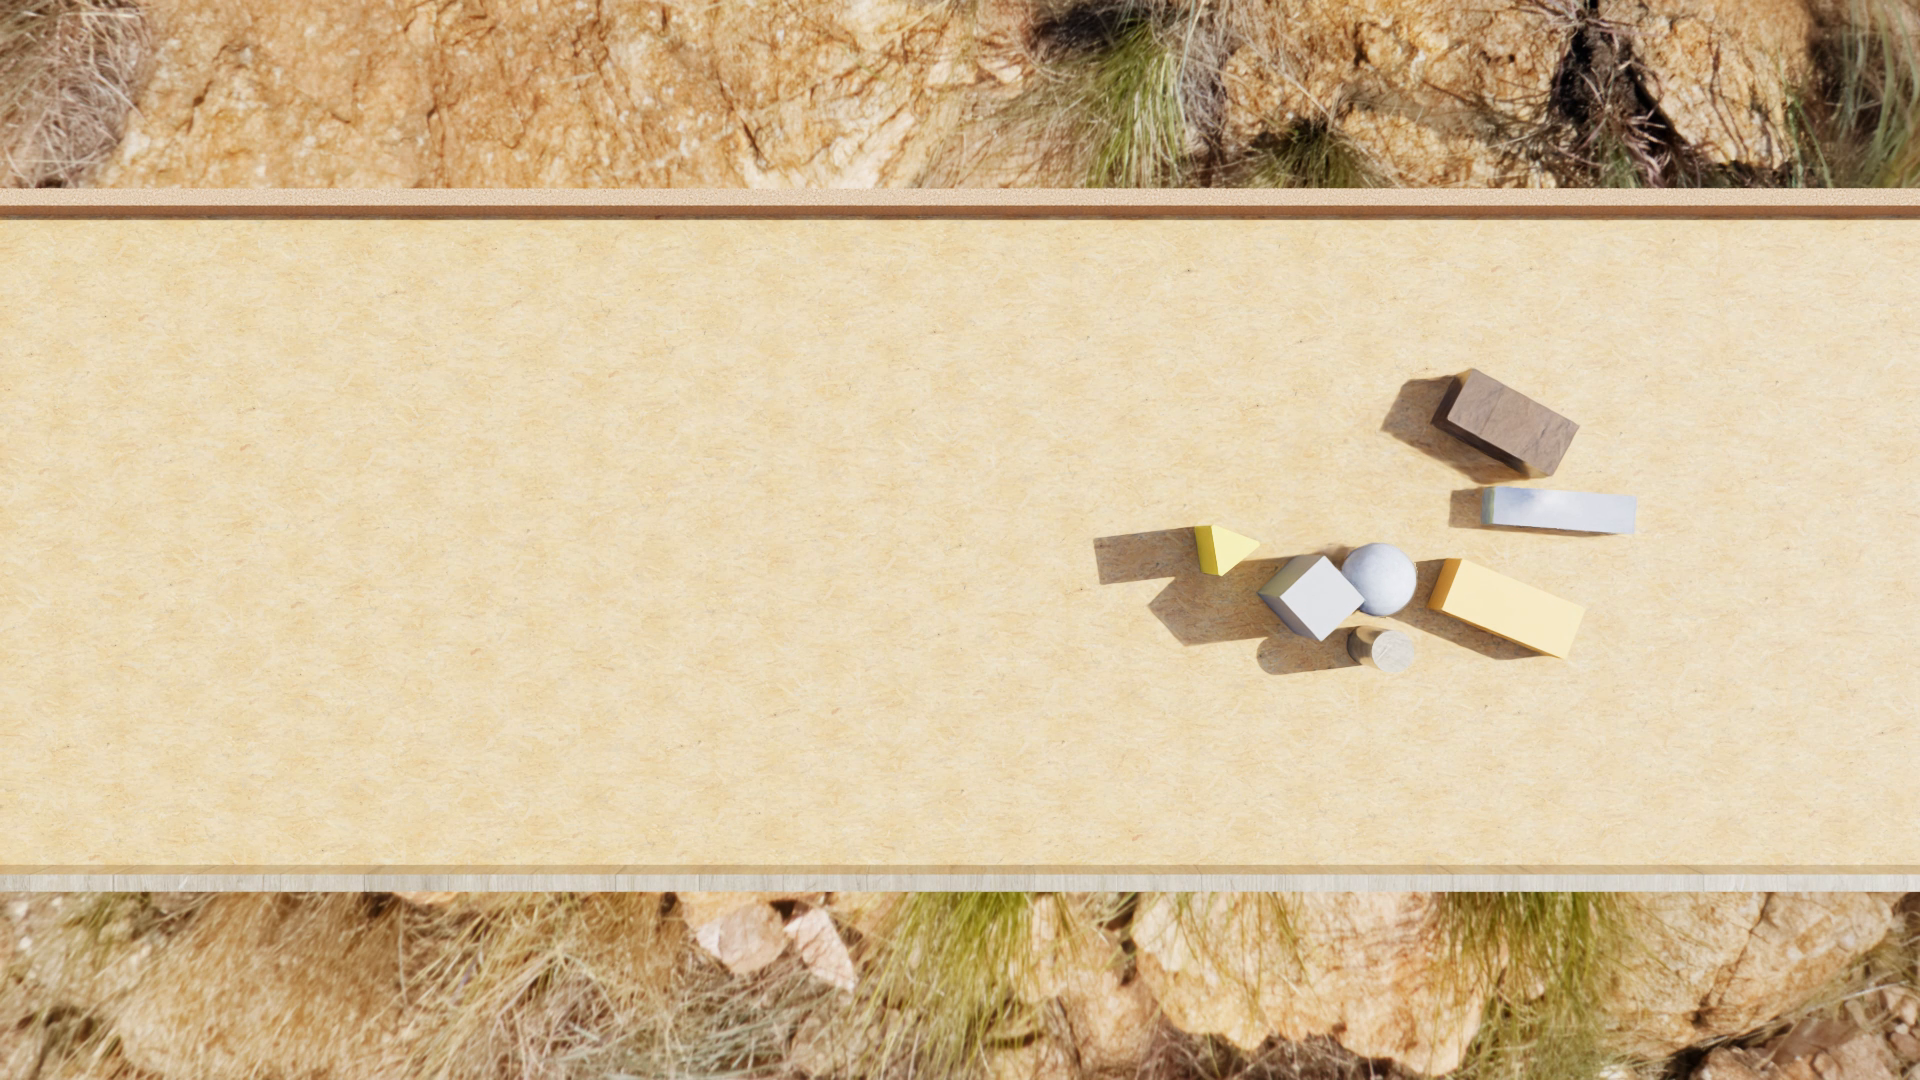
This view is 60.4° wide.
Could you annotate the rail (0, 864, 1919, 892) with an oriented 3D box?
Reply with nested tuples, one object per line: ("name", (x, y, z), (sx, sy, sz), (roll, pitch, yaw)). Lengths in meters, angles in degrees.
("rail", (-2.247, 1.025, 5.001), (12.000, 0.150, 0.050), (0, 90, 0))

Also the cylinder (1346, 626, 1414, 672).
("cylinder", (1.251, 0.323, 4.921), (0.123, 0.311, 0.123), (0, 90, 0))

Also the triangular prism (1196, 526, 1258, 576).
("triangular prism", (0.763, 0.008, 4.902), (0.145, 0.349, 0.126), (-39, 90, 0))

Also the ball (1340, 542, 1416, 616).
("ball", (1.258, 0.118, 4.965), (0.224, 0.224, 0.224), (0, 90, 0))

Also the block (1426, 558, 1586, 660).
("block", (1.650, 0.206, 4.994), (0.397, 0.164, 0.164), (22, 90, 0))

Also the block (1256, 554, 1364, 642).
("block", (1.033, 0.167, 4.887), (0.173, 0.380, 0.173), (-43, 90, 0))

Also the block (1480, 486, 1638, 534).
("block", (1.821, -0.090, 5.020), (0.428, 0.114, 0.114), (4, 90, 0))

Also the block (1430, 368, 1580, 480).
("block", (1.644, -0.349, 4.989), (0.360, 0.173, 0.173), (28, 89, 0))

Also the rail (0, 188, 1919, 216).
("rail", (-2.247, -1.025, 5.002), (12.000, 0.150, 0.050), (0, 90, 0))
